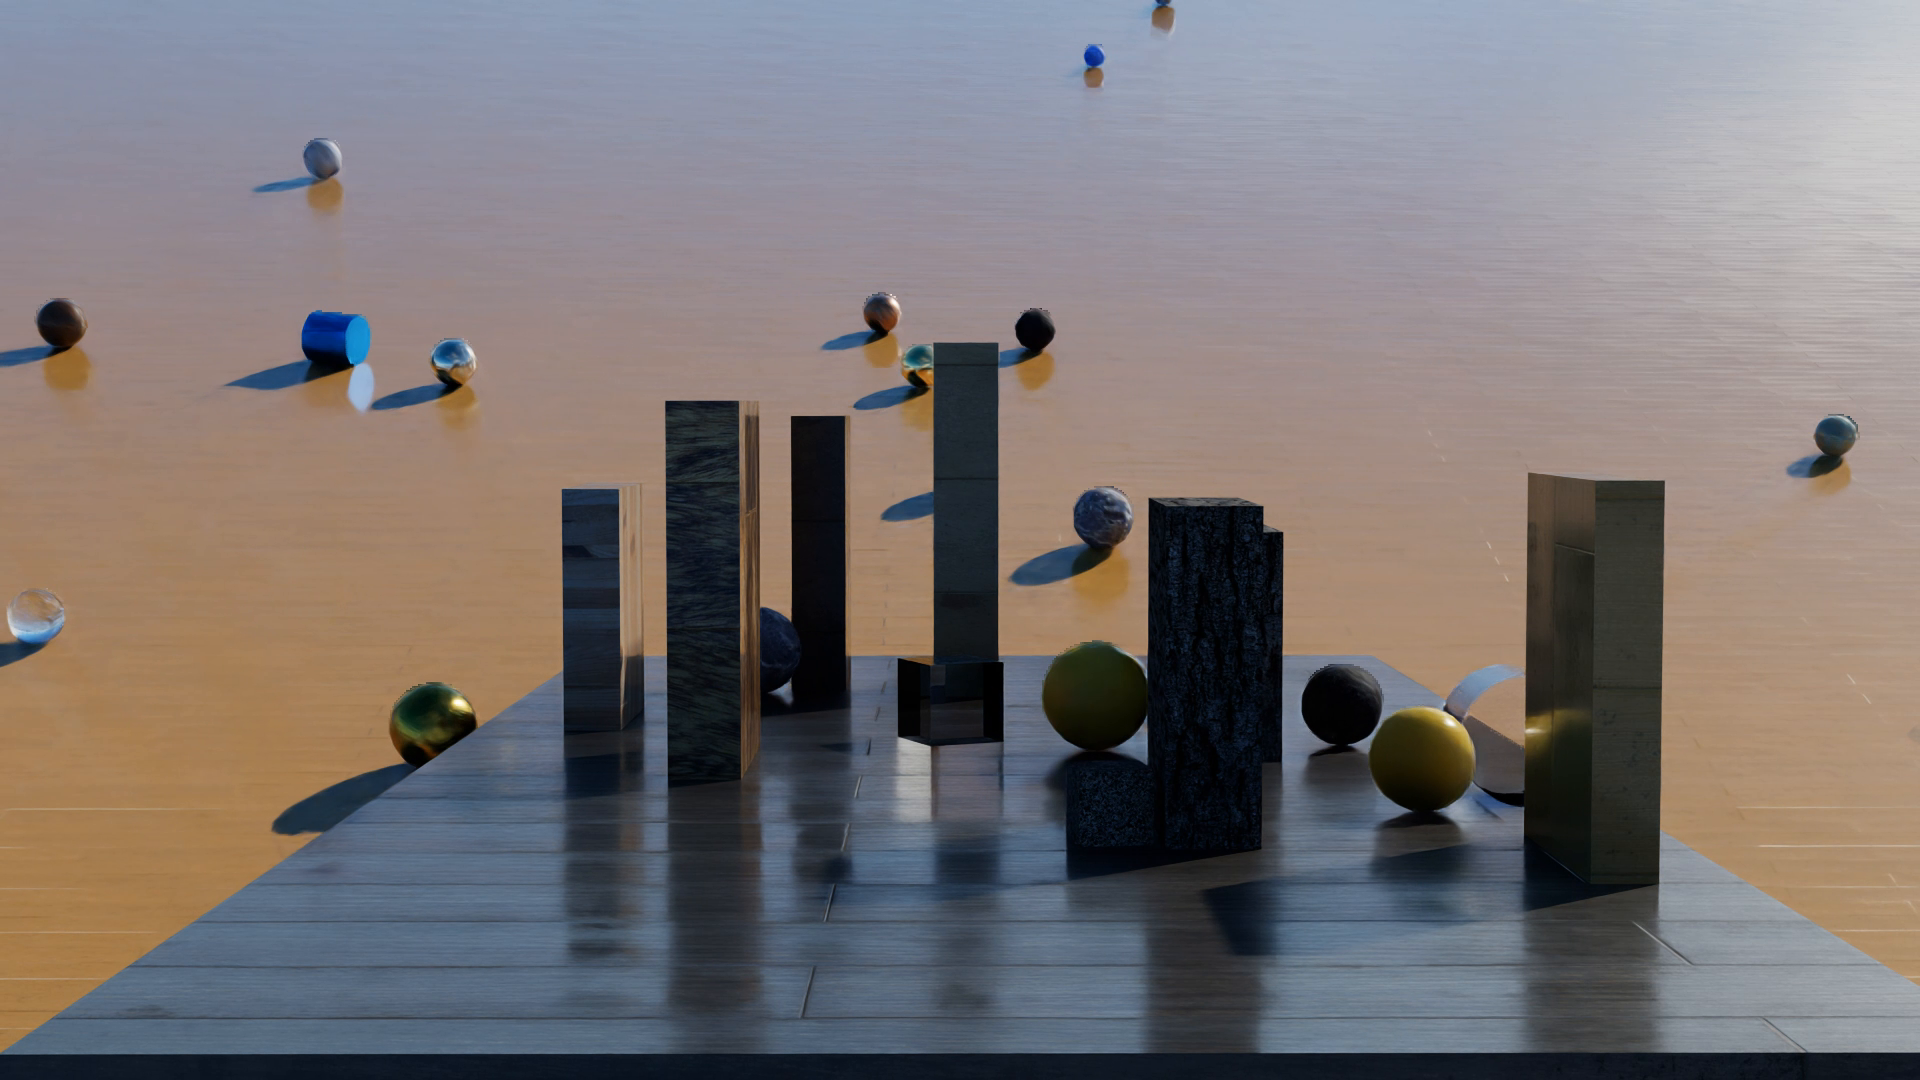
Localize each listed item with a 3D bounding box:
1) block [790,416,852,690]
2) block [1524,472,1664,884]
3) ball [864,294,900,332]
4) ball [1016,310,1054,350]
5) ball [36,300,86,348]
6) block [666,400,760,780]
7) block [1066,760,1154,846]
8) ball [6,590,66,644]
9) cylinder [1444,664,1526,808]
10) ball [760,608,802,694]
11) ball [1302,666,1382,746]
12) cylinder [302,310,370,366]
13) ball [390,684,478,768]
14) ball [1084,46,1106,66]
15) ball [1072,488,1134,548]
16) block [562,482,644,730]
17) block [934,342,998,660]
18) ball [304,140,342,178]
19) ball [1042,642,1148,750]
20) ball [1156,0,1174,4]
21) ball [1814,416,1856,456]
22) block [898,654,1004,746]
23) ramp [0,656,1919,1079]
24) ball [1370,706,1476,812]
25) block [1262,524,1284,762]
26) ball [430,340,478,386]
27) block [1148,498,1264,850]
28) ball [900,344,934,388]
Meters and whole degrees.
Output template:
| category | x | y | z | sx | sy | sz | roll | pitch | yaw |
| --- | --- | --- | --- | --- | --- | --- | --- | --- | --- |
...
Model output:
| category | x | y | z | sx | sy | sz | roll | pitch | yaw |
| --- | --- | --- | --- | --- | --- | --- | --- | --- | --- |
| block | -0.315 | 0.023 | 5.862 | 0.120 | 0.612 | 0.290 | 0 | 3 | 0 |
| block | 0.884 | 0.179 | 3.607 | 0.092 | 0.537 | 0.401 | 0 | 3 | 0 |
| ball | -0.287 | -0.836 | 9.482 | 0.138 | 0.138 | 0.138 | 0 | 21 | 0 |
| ball | 0.271 | -0.758 | 9.277 | 0.143 | 0.143 | 0.143 | 0 | 21 | 0 |
| ball | -3.252 | -0.785 | 9.304 | 0.173 | 0.173 | 0.173 | 0 | 21 | 0 |
| block | -0.436 | 0.075 | 4.577 | 0.125 | 0.644 | 0.443 | 0 | 3 | 0 |
| block | 0.219 | 0.385 | 3.767 | 0.109 | 0.109 | 0.109 | 0 | 3 | -7 |
| ball | -2.450 | 0.204 | 6.815 | 0.147 | 0.147 | 0.147 | 0 | 21 | 0 |
| cylinder | 0.900 | 0.315 | 4.170 | 0.207 | 0.207 | 0.207 | 0 | 3 | 1 |
| ball | -0.445 | 0.244 | 5.663 | 0.191 | 0.191 | 0.191 | 0 | 21 | 0 |
| ball | 0.714 | 0.309 | 4.813 | 0.150 | 0.150 | 0.150 | 0 | 21 | 0 |
| cylinder | -2.216 | -0.714 | 9.124 | 0.172 | 0.172 | 0.172 | 12 | 24 | 17 |
| ball | -1.253 | 0.445 | 6.118 | 0.205 | 0.205 | 0.205 | 0 | 21 | 0 |
| ball | 0.744 | -2.675 | 14.211 | 0.117 | 0.117 | 0.117 | 0 | 21 | 0 |
| ball | 0.415 | -0.064 | 7.459 | 0.176 | 0.176 | 0.176 | 0 | 21 | 0 |
| block | -0.721 | 0.127 | 5.213 | 0.112 | 0.473 | 0.380 | 0 | 3 | 0 |
| block | 0.013 | -0.053 | 5.767 | 0.143 | 0.772 | 0.246 | 0 | 3 | 0 |
| ball | -2.912 | -1.743 | 11.752 | 0.173 | 0.173 | 0.173 | 0 | 21 | 0 |
| ball | 0.251 | 0.288 | 4.744 | 0.199 | 0.199 | 0.199 | 0 | 21 | 0 |
| ball | 1.280 | -3.425 | 16.075 | 0.155 | 0.155 | 0.155 | 0 | 21 | 0 |
| ball | 2.797 | -0.333 | 8.210 | 0.129 | 0.129 | 0.129 | 0 | 21 | 0 |
| block | -0.018 | 0.304 | 4.894 | 0.152 | 0.152 | 0.152 | -1 | 3 | -25 |
| ramp | 0.050 | 0.449 | 4.532 | 2.000 | 0.100 | 4.000 | 0 | 3 | 0 |
| ball | 0.725 | 0.343 | 4.027 | 0.164 | 0.164 | 0.164 | 0 | 21 | 0 |
| block | 0.502 | 0.181 | 4.775 | 0.145 | 0.411 | 0.393 | 0 | 3 | 0 |
| ball | -1.750 | -0.613 | 8.885 | 0.159 | 0.159 | 0.159 | 0 | 21 | 0 |
| block | 0.363 | 0.189 | 3.841 | 0.139 | 0.493 | 0.332 | 0 | 3 | 0 |
| ball | -0.130 | -0.600 | 8.866 | 0.148 | 0.148 | 0.148 | 0 | 21 | 0 |
